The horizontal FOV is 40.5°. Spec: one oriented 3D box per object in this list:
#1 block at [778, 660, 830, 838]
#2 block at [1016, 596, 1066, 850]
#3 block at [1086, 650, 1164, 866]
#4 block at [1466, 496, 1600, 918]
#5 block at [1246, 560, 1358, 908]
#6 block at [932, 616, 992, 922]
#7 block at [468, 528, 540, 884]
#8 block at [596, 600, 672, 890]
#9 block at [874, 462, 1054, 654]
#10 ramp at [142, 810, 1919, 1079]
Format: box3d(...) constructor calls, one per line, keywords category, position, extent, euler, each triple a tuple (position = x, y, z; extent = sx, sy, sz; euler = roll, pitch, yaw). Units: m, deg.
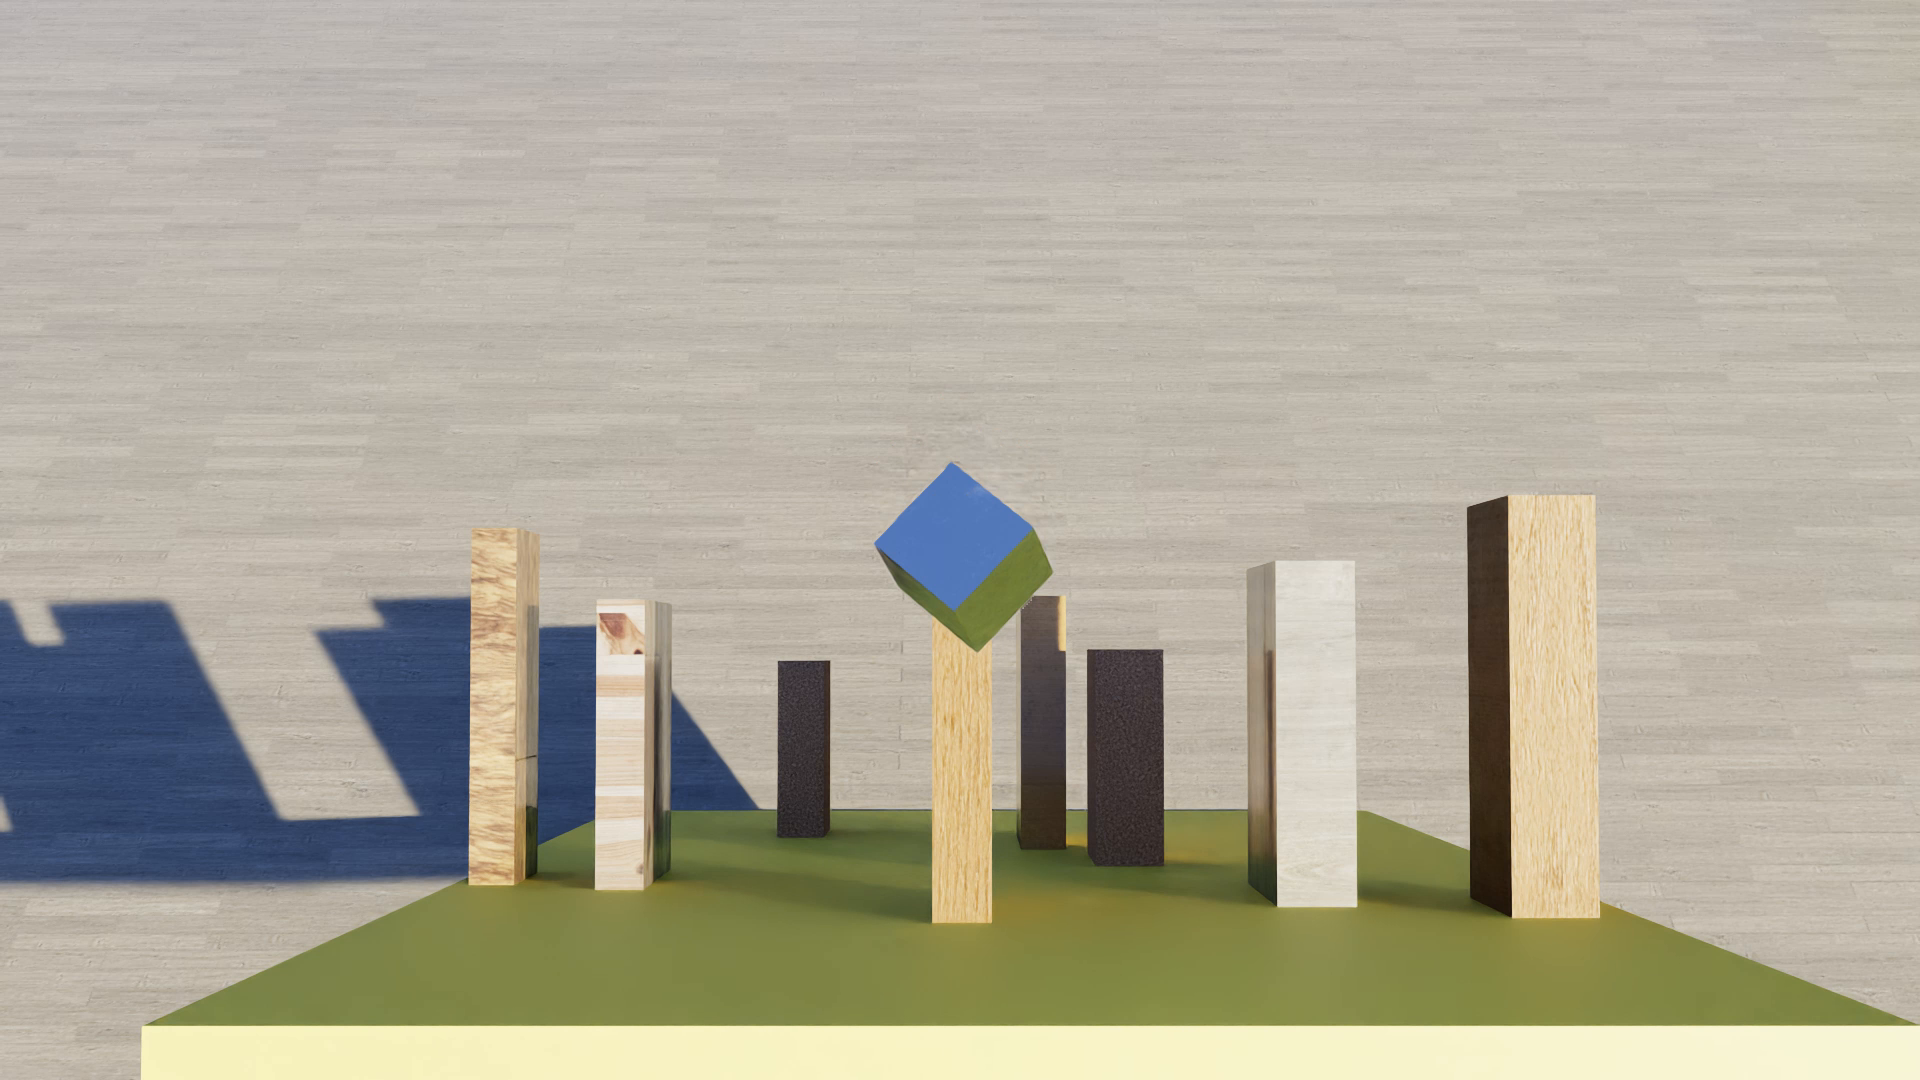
box3d(category="block", position=(-0.362, 0.482, 6.061), extent=(0.106, 0.401, 0.294), euler=(0, -2, 0))
box3d(category="block", position=(0.178, 0.399, 5.777), extent=(0.097, 0.541, 0.435), euler=(0, -2, 0))
box3d(category="block", position=(0.334, 0.436, 5.293), extent=(0.134, 0.426, 0.344), euler=(0, -2, 0))
box3d(category="block", position=(0.943, 0.271, 4.299), extent=(0.139, 0.670, 0.338), euler=(0, -2, 0))
box3d(category="block", position=(0.589, 0.329, 4.522), extent=(0.132, 0.572, 0.438), euler=(0, -2, 0))
box3d(category="block", position=(0.003, 0.274, 4.252), extent=(0.093, 0.658, 0.394), euler=(0, -2, 0))
box3d(category="block", position=(-0.847, 0.306, 4.844), extent=(0.082, 0.646, 0.260), euler=(0, -2, 0))
box3d(category="block", position=(-0.603, 0.372, 4.830), extent=(0.085, 0.514, 0.435), euler=(0, -2, 0))
box3d(category="block", position=(0.005, 0.021, 2.956), extent=(0.129, 0.129, 0.129), euler=(39, 80, 25))
box3d(category="ramp", position=(0.081, 0.683, 4.918), extent=(2.000, 0.100, 4.000), euler=(0, -2, 0))
